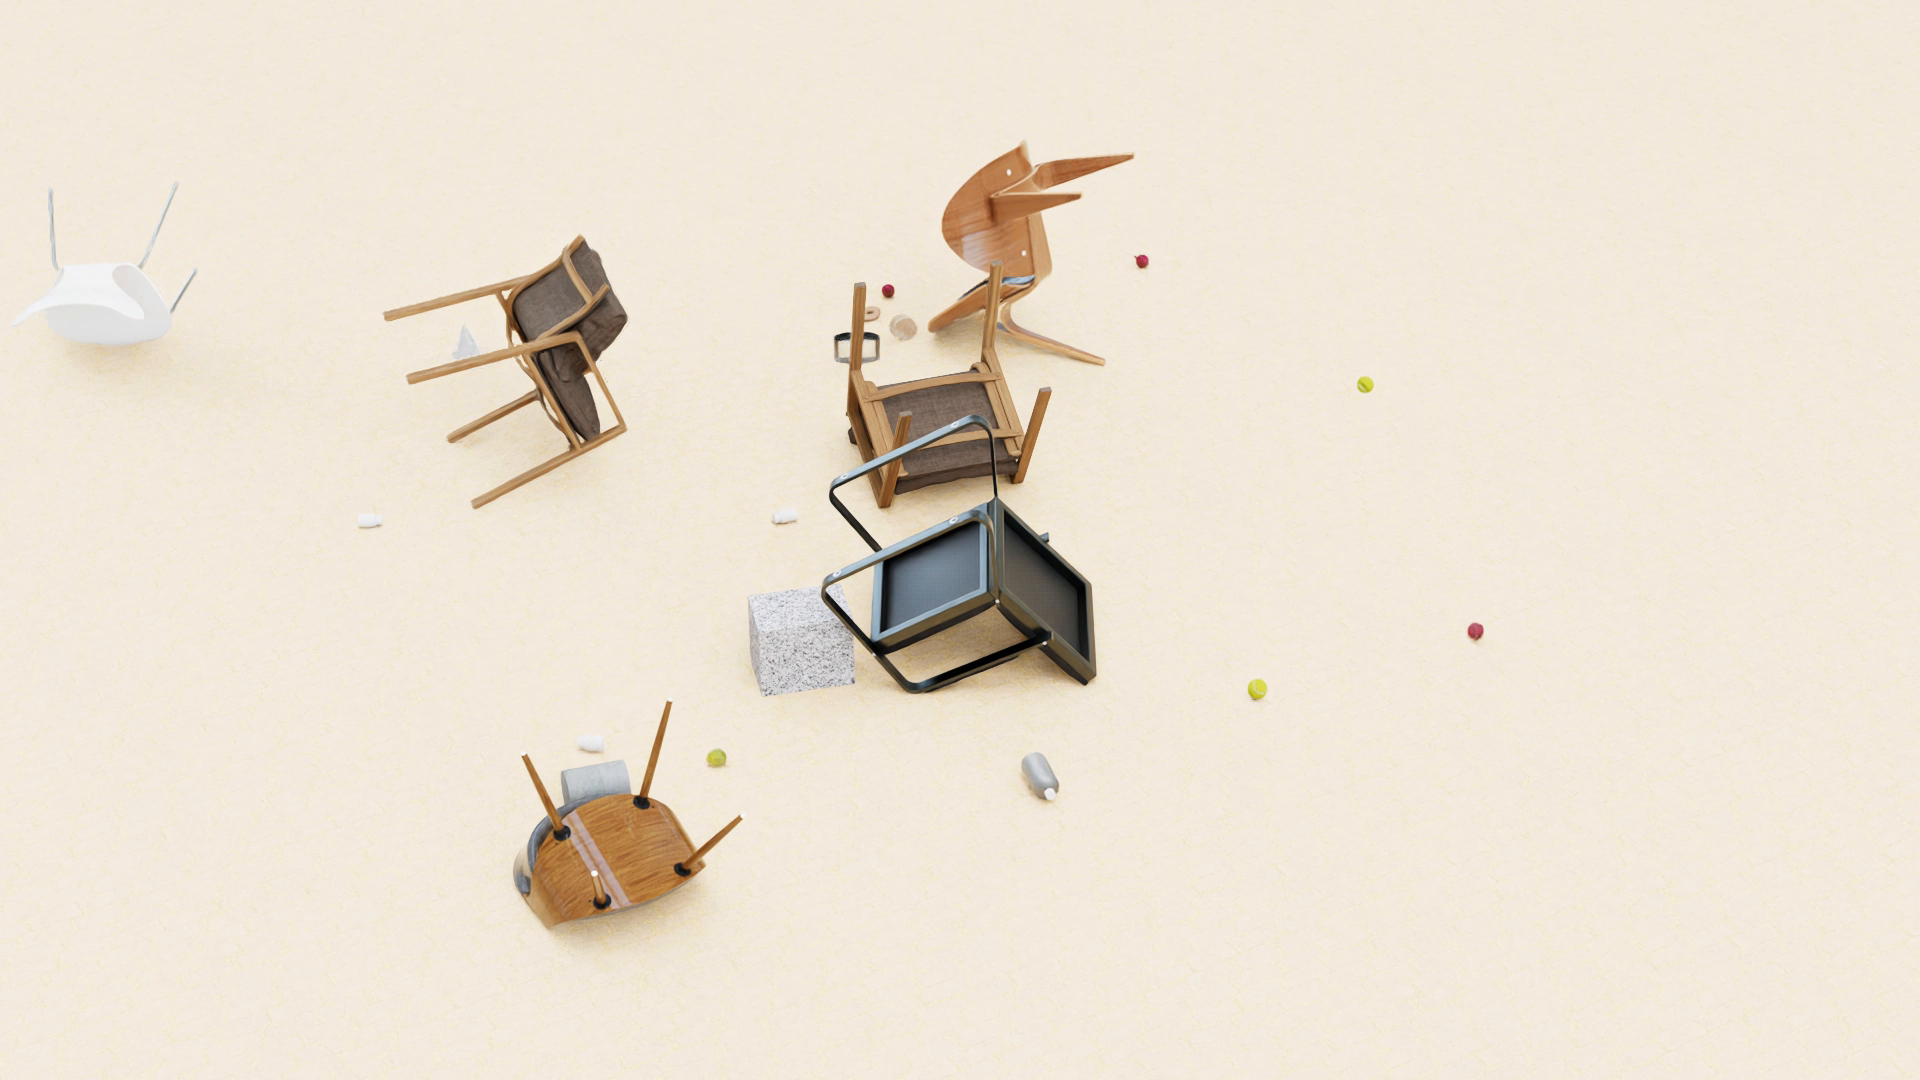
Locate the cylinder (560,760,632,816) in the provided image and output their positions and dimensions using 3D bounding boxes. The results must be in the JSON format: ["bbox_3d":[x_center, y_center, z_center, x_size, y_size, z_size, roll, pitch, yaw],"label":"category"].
[{"bbox_3d":[-1.186,0.808,9.555,0.200,0.153,0.209,-10,-7,-14],"label":"cylinder"}]

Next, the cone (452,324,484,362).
[{"bbox_3d":[-2.035,-0.831,12.070,0.140,0.148,0.127,26,42,34],"label":"cone"}]

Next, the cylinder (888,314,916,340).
[{"bbox_3d":[-0.237,-0.883,12.188,0.120,0.096,0.044,27,10,-44],"label":"cylinder"}]

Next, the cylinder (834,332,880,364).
[{"bbox_3d":[-0.424,-0.790,12.054,0.193,0.099,0.097,-2,33,-3],"label":"cylinder"}]

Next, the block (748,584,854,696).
[{"bbox_3d":[-0.550,0.346,10.168,0.328,0.276,0.225,-7,34,-11],"label":"block"}]

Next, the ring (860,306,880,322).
[{"bbox_3d":[-0.379,-0.955,12.373,0.086,0.024,0.116,9,35,15],"label":"ring"}]
